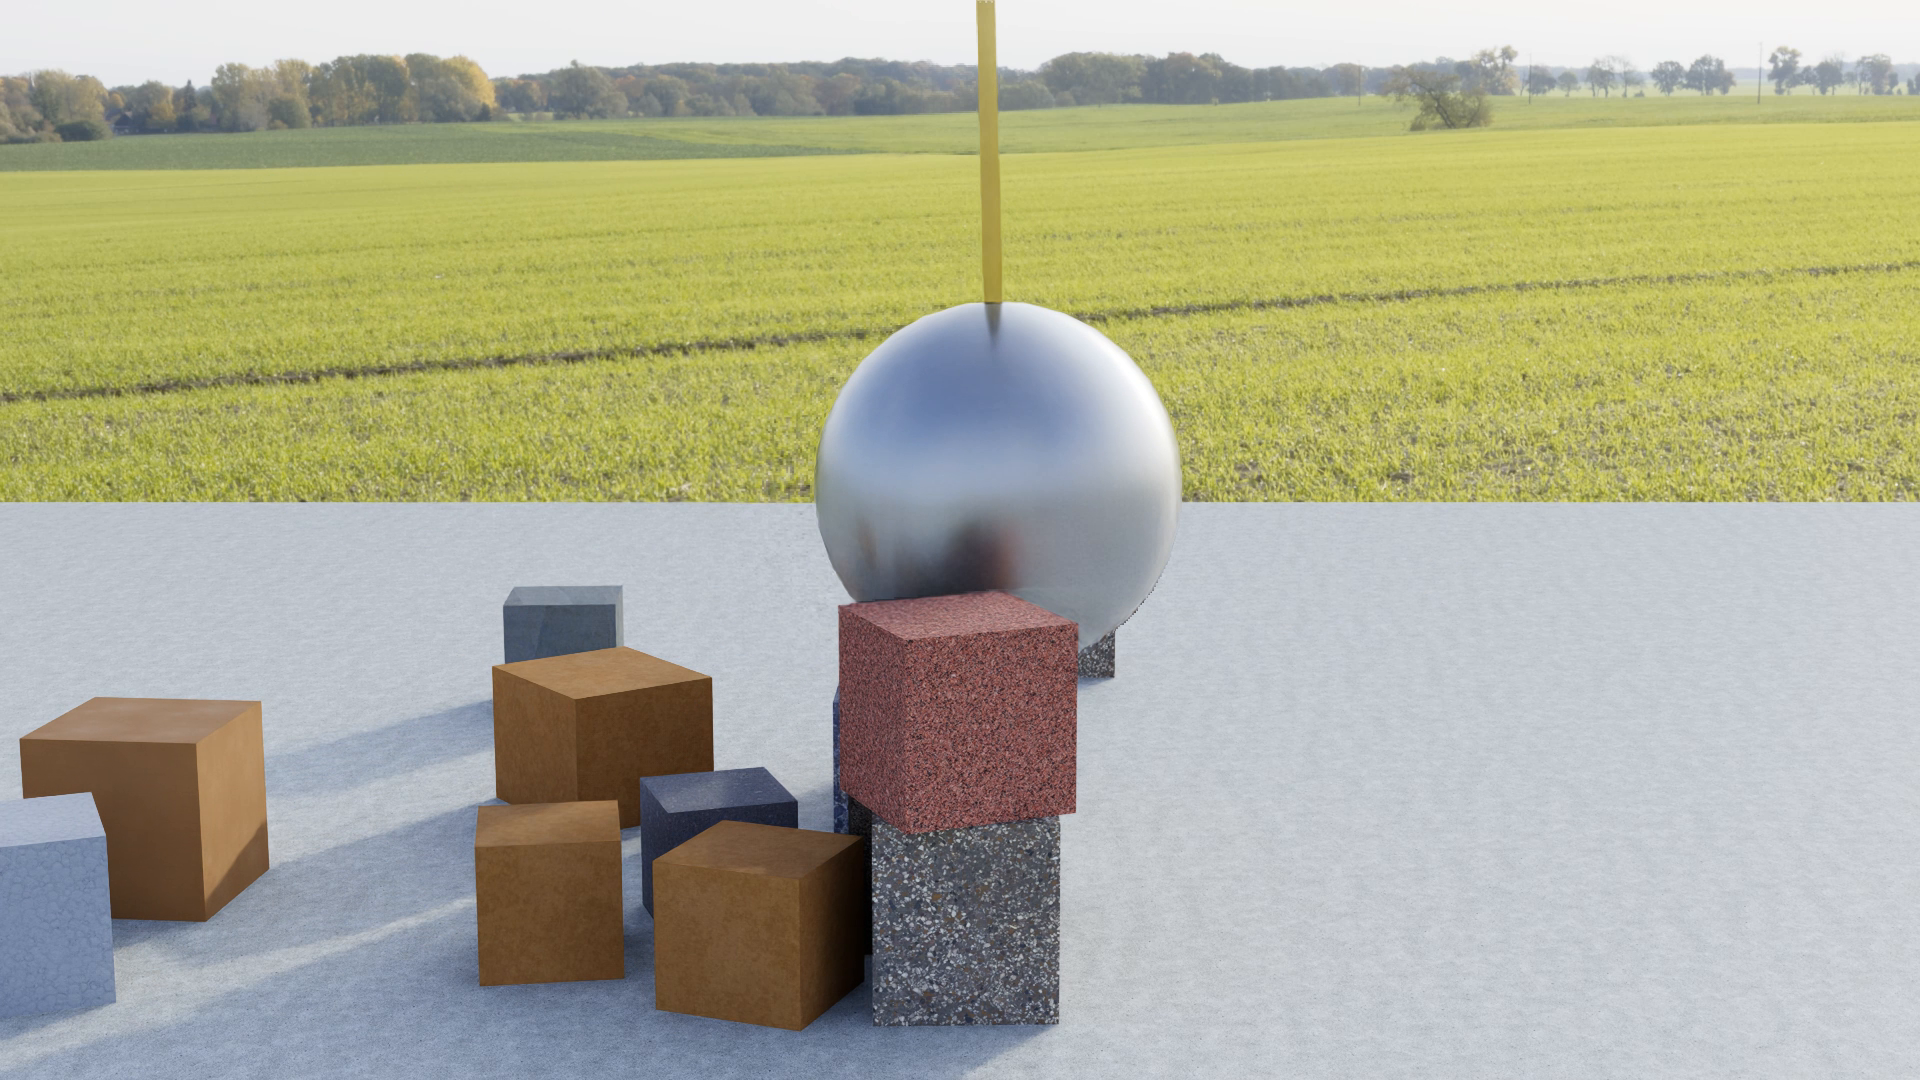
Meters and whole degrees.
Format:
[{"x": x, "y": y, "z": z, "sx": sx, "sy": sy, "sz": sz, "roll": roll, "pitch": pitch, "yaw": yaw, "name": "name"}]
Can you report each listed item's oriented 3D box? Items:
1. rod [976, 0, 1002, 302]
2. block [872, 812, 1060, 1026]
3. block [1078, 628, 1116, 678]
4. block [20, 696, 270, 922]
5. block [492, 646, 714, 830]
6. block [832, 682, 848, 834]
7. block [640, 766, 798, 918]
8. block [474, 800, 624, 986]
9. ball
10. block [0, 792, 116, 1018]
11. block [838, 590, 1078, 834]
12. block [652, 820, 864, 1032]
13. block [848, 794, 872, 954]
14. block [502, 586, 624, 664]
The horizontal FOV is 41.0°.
[{"x": 0.071, "y": -3.578, "z": 10.530, "sx": 0.080, "sy": 5.200, "sz": 0.080, "roll": -2, "pitch": 10, "yaw": 0, "name": "rod"}, {"x": 0.011, "y": 1.360, "z": 9.908, "sx": 0.696, "sy": 0.779, "sz": 0.794, "roll": 0, "pitch": 10, "yaw": -2, "name": "block"}, {"x": 0.679, "y": 0.492, "z": 15.338, "sx": 0.481, "sy": 0.544, "sz": 0.550, "roll": 0, "pitch": 10, "yaw": 2, "name": "block"}, {"x": -3.506, "y": 1.149, "z": 11.086, "sx": 0.764, "sy": 0.772, "sz": 0.735, "roll": 1, "pitch": 10, "yaw": 6, "name": "block"}, {"x": -1.731, "y": 0.960, "z": 12.435, "sx": 0.737, "sy": 0.662, "sz": 0.846, "roll": -8, "pitch": 13, "yaw": -36, "name": "block"}, {"x": -0.183, "y": 1.005, "z": 12.255, "sx": 0.795, "sy": 0.638, "sz": 0.702, "roll": 0, "pitch": 10, "yaw": 1, "name": "block"}, {"x": -1.013, "y": 1.315, "z": 10.769, "sx": 0.543, "sy": 0.559, "sz": 0.560, "roll": -3, "pitch": 11, "yaw": -18, "name": "block"}, {"x": -1.640, "y": 1.404, "z": 10.267, "sx": 0.561, "sy": 0.564, "sz": 0.571, "roll": -2, "pitch": 10, "yaw": -9, "name": "block"}, {"x": 0.164, "y": -0.234, "z": 11.138, "sx": 1.600, "sy": 1.600, "sz": 1.600, "roll": 0, "pitch": 10, "yaw": 0, "name": "ball"}, {"x": -3.658, "y": 1.414, "z": 9.934, "sx": 0.651, "sy": 0.663, "sz": 0.653, "roll": -4, "pitch": 11, "yaw": -23, "name": "block"}, {"x": -0.015, "y": 0.635, "z": 9.694, "sx": 0.690, "sy": 0.724, "sz": 0.667, "roll": -4, "pitch": 11, "yaw": -23, "name": "block"}, {"x": -0.765, "y": 1.467, "z": 9.852, "sx": 0.608, "sy": 0.588, "sz": 0.584, "roll": 4, "pitch": 11, "yaw": 21, "name": "block"}, {"x": -0.070, "y": 1.187, "z": 10.662, "sx": 0.776, "sy": 0.851, "sz": 0.736, "roll": -1, "pitch": 10, "yaw": -3, "name": "block"}, {"x": -2.224, "y": 0.614, "z": 14.459, "sx": 0.616, "sy": 0.618, "sz": 0.536, "roll": -1, "pitch": 10, "yaw": -3, "name": "block"}]
